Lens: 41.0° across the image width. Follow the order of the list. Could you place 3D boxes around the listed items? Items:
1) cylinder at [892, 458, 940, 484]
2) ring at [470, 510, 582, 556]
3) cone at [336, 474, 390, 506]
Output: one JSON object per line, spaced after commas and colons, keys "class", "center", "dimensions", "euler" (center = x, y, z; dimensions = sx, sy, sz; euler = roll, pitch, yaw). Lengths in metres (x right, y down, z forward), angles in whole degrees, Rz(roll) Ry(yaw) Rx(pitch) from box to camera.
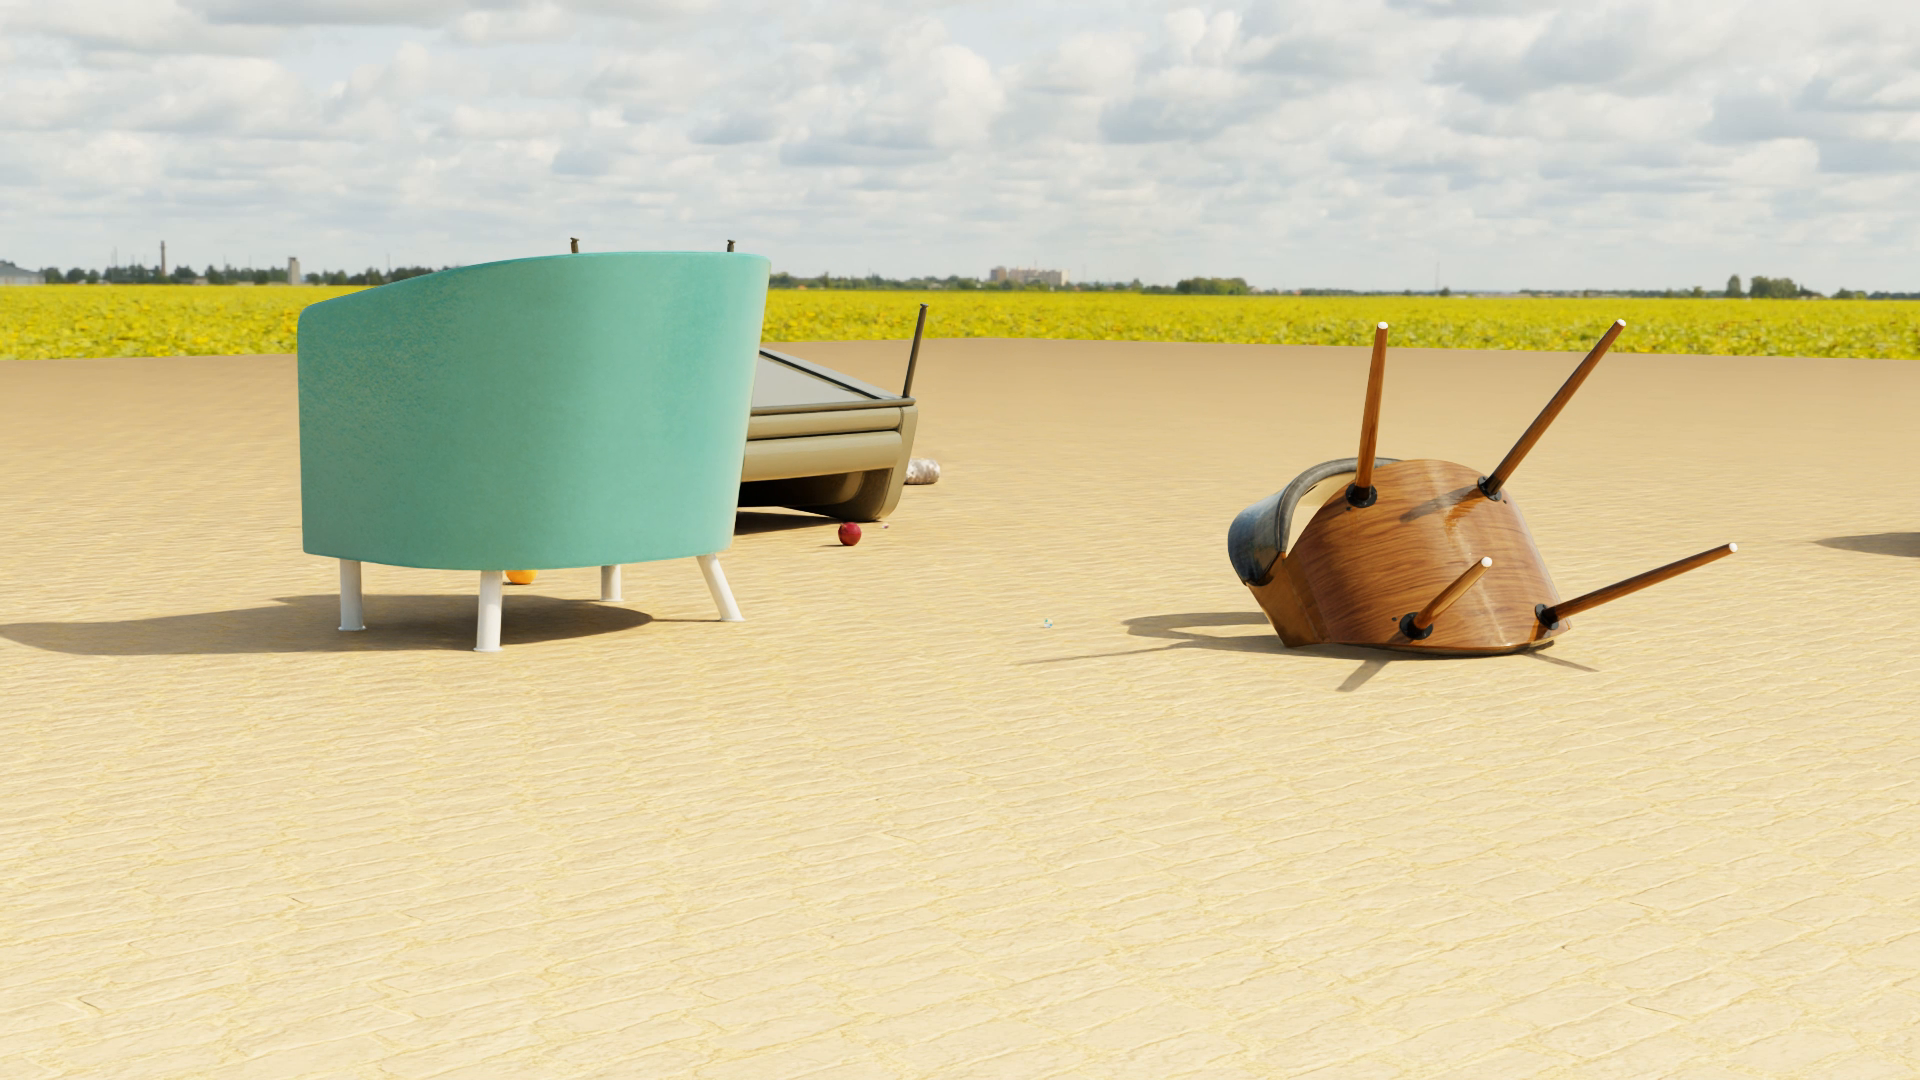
{"class": "cylinder", "center": [-0.140, -0.217, 8.130], "dimensions": [0.111, 0.080, 0.121], "euler": [-3, 10, -25]}
{"class": "ring", "center": [-1.039, -0.018, 6.145], "dimensions": [0.264, 0.092, 0.272], "euler": [6, 9, 40]}
{"class": "cone", "center": [-1.734, -0.123, 7.400], "dimensions": [0.162, 0.094, 0.095], "euler": [3, 33, 4]}
